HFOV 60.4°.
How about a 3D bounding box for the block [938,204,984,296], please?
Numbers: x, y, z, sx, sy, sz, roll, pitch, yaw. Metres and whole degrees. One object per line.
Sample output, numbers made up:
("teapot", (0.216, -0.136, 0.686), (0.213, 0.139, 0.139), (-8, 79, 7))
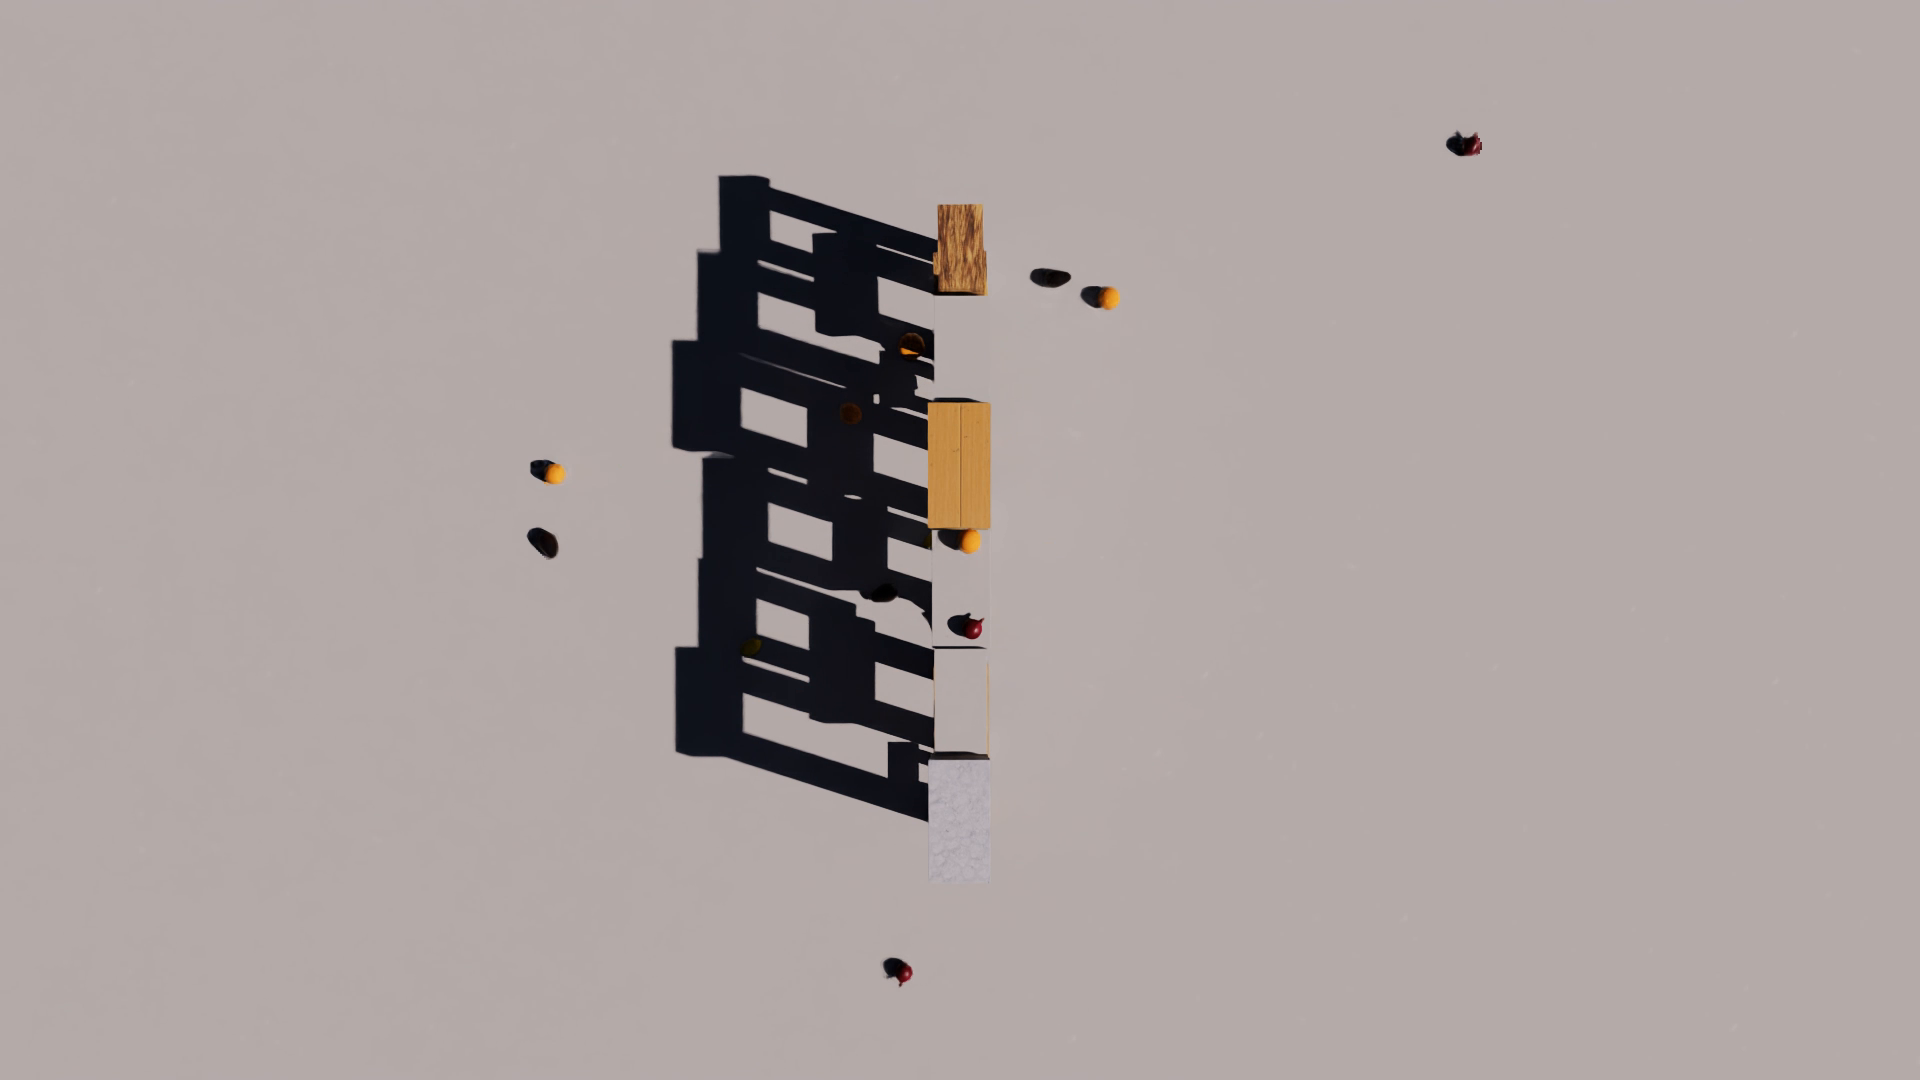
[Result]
("block", (0.002, -0.848, 4.839), (0.133, 0.038, 0.266), (-1, 90, 0))

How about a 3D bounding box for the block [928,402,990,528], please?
("block", (-0.002, -0.212, 4.726), (0.179, 0.051, 0.357), (0, 90, 0))

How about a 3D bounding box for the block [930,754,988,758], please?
("block", (-0.002, 0.687, 4.935), (0.176, 0.352, 0.050), (0, 90, 0))

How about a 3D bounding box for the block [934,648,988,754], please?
("block", (0.002, 0.467, 4.785), (0.152, 0.043, 0.304), (0, 90, 0))

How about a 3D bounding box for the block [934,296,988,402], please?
("block", (0.005, -0.550, 4.785), (0.158, 0.045, 0.315), (0, 90, 0))

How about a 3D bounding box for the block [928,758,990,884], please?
("block", (-0.002, 0.804, 4.734), (0.176, 0.050, 0.352), (0, 90, 0))

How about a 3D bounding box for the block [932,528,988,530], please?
("block", (0.000, -0.201, 5.133), (0.171, 0.049, 0.343), (0, 90, 0))

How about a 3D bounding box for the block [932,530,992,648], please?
("block", (0.004, 0.142, 4.808), (0.171, 0.048, 0.342), (0, 90, 0))

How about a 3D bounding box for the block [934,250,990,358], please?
("block", (0.004, -0.731, 5.146), (0.165, 0.047, 0.330), (-2, 90, 0))

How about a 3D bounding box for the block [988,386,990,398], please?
("block", (0.006, -0.440, 5.049), (0.158, 0.484, 0.045), (-7, 91, 0))
